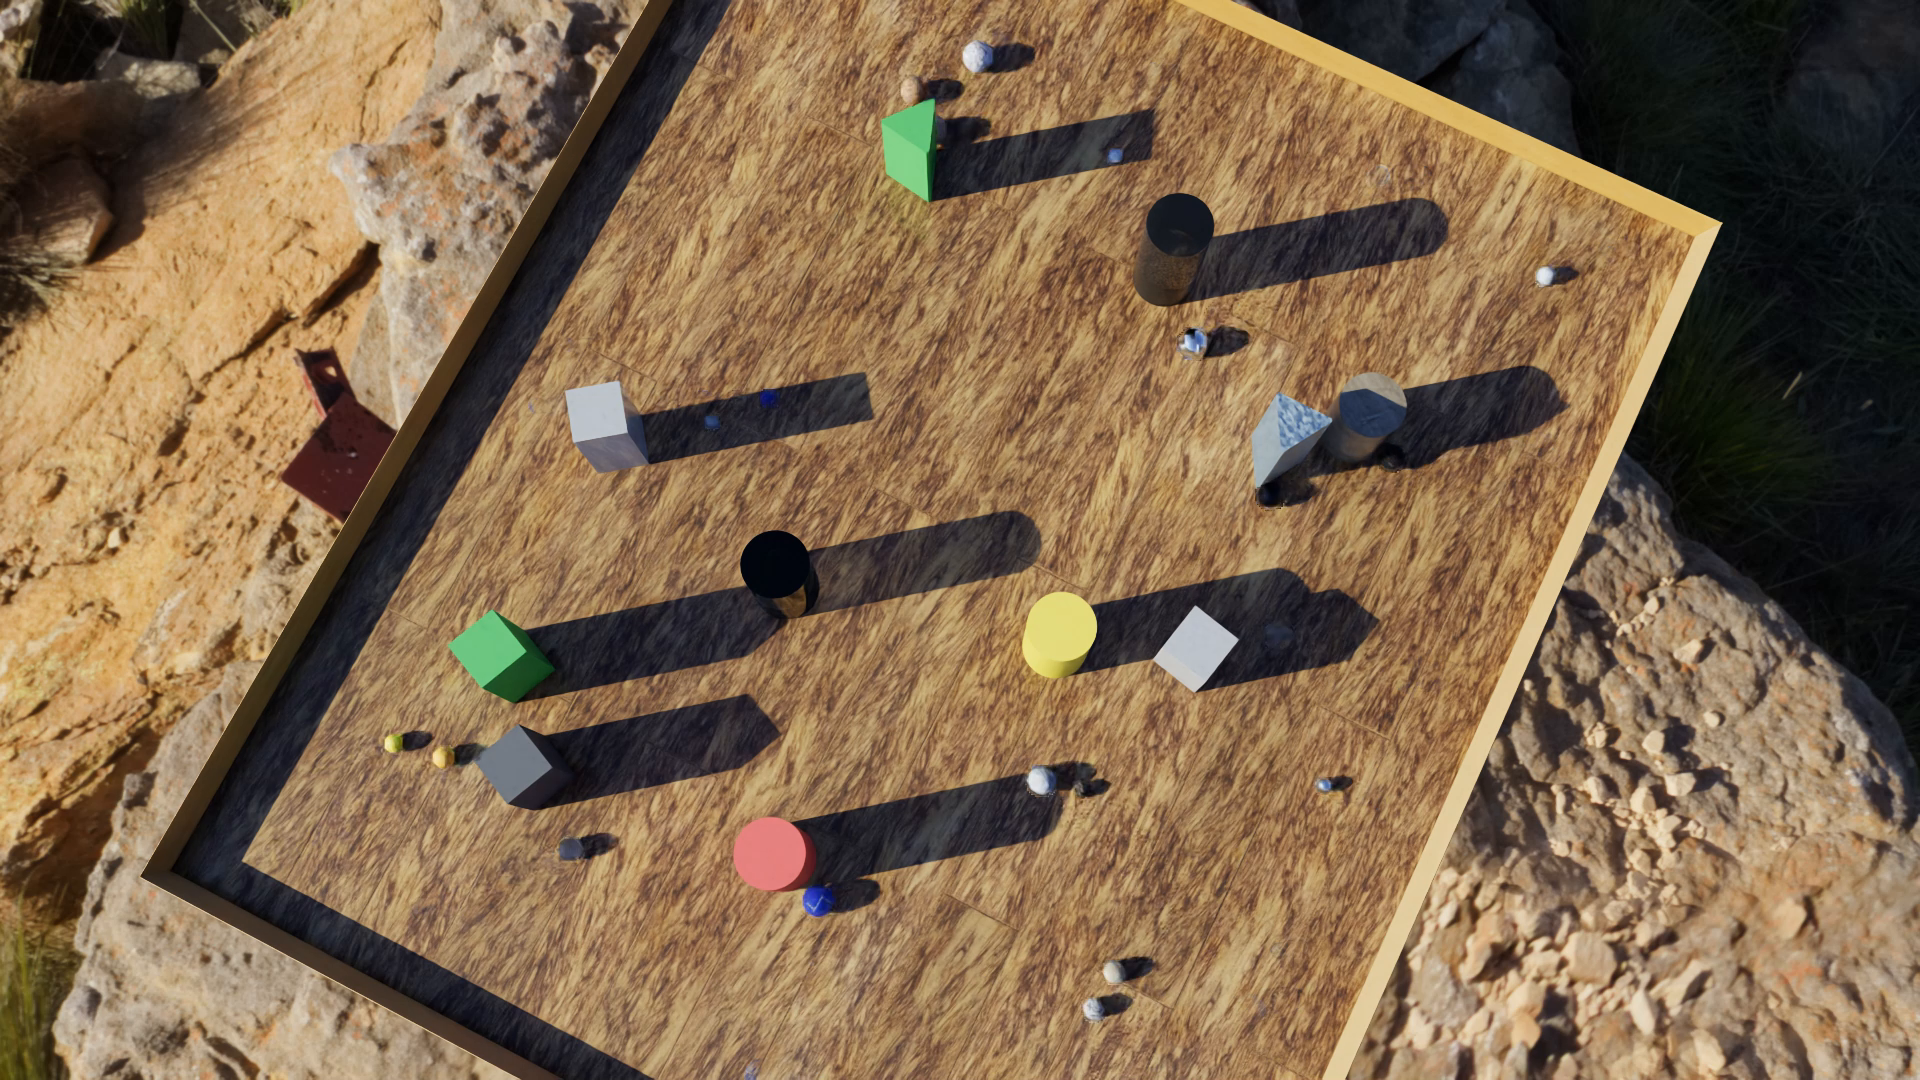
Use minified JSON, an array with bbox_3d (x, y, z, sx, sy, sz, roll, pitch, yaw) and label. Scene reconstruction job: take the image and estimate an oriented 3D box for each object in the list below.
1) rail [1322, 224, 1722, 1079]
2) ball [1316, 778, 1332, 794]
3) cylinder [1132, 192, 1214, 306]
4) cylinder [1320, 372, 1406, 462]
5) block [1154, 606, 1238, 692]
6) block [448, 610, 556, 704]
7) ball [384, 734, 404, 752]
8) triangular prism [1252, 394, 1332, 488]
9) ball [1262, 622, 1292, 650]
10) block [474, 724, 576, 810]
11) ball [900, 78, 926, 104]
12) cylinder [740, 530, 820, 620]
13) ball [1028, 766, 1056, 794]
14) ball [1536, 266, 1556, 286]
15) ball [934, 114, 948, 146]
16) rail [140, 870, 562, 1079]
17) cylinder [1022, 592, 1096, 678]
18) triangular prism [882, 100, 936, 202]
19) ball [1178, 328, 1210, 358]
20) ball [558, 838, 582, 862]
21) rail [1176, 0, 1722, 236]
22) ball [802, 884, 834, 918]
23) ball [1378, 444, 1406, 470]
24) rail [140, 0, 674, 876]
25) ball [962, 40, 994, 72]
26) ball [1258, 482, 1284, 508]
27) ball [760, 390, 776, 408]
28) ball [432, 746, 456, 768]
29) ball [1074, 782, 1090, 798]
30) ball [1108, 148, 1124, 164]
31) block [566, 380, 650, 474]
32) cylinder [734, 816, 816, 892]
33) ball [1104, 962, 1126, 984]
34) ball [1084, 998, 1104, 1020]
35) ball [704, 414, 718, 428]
[{"bbox_3d":[1.473,0.728,5.399,0.045,0.129,3.905,26,80,5],"label":"rail"},{"bbox_3d":[1.081,0.731,5.441,0.047,0.047,0.047,0,78,0],"label":"ball"},{"bbox_3d":[0.644,-0.876,5.572,0.199,0.442,0.199,0,78,0],"label":"cylinder"},{"bbox_3d":[1.215,-0.367,5.538,0.199,0.303,0.199,0,78,0],"label":"cylinder"},{"bbox_3d":[0.695,0.325,5.418,0.159,0.257,0.159,38,81,7],"label":"block"},{"bbox_3d":[-1.333,0.344,5.350,0.159,0.382,0.159,-40,81,-8],"label":"block"},{"bbox_3d":[-1.688,0.606,5.463,0.056,0.056,0.056,0,78,0],"label":"ball"},{"bbox_3d":[0.947,-0.312,5.447,0.172,0.459,0.149,-32,80,-6],"label":"triangular prism"},{"bbox_3d":[0.955,0.289,5.511,0.089,0.089,0.089,0,78,0],"label":"ball"},{"bbox_3d":[-1.256,0.662,5.309,0.159,0.333,0.159,-39,81,-7],"label":"block"},{"bbox_3d":[-0.149,-1.439,5.871,0.085,0.085,0.085,0,78,0],"label":"ball"},{"bbox_3d":[-0.527,0.107,5.405,0.199,0.372,0.199,0,78,0],"label":"cylinder"},{"bbox_3d":[0.243,0.711,5.426,0.085,0.085,0.085,0,78,0],"label":"ball"},{"bbox_3d":[1.843,-0.831,5.758,0.059,0.059,0.059,0,78,0],"label":"ball"},{"bbox_3d":[-0.087,-1.306,5.836,0.097,0.097,0.097,0,78,0],"label":"ball"},{"bbox_3d":[-0.863,1.696,5.198,3.342,0.129,0.045,26,80,5],"label":"rail"},{"bbox_3d":[0.288,0.282,5.368,0.199,0.372,0.199,0,78,0],"label":"cylinder"},{"bbox_3d":[-0.122,-1.225,5.674,0.172,0.385,0.149,35,80,7],"label":"triangular prism"},{"bbox_3d":[0.727,-0.612,5.695,0.095,0.095,0.095,0,78,0],"label":"ball"},{"bbox_3d":[-1.148,0.911,5.392,0.071,0.071,0.071,0,78,0],"label":"ball"},{"bbox_3d":[0.863,-1.683,5.898,3.342,0.129,0.045,26,80,5],"label":"rail"},{"bbox_3d":[-0.414,1.053,5.351,0.094,0.094,0.094,0,78,0],"label":"ball"},{"bbox_3d":[1.325,-0.253,5.622,0.079,0.079,0.079,0,78,0],"label":"ball"},{"bbox_3d":[-1.473,-0.715,5.698,0.045,0.129,3.905,26,80,5],"label":"rail"},{"bbox_3d":[0.058,-1.552,5.887,0.099,0.099,0.099,0,78,0],"label":"ball"},{"bbox_3d":[0.949,-0.137,5.604,0.079,0.079,0.079,0,78,0],"label":"ball"},{"bbox_3d":[-0.594,-0.436,5.680,0.053,0.053,0.053,0,78,0],"label":"ball"},{"bbox_3d":[-1.535,0.646,5.450,0.065,0.065,0.065,0,78,0],"label":"ball"},{"bbox_3d":[0.363,0.742,5.439,0.047,0.047,0.047,0,78,0],"label":"ball"},{"bbox_3d":[0.496,-1.226,5.846,0.048,0.048,0.048,0,78,0],"label":"ball"},{"bbox_3d":[-1.053,-0.334,5.492,0.159,0.380,0.159,-11,79,-2],"label":"block"},{"bbox_3d":[-0.523,0.901,5.226,0.199,0.400,0.199,0,78,0],"label":"cylinder"},{"bbox_3d":[0.448,1.257,5.324,0.063,0.063,0.063,0,78,0],"label":"ball"},{"bbox_3d":[0.387,1.358,5.304,0.061,0.061,0.061,0,78,0],"label":"ball"},{"bbox_3d":[-0.768,-0.369,5.671,0.044,0.044,0.044,0,78,0],"label":"ball"}]
